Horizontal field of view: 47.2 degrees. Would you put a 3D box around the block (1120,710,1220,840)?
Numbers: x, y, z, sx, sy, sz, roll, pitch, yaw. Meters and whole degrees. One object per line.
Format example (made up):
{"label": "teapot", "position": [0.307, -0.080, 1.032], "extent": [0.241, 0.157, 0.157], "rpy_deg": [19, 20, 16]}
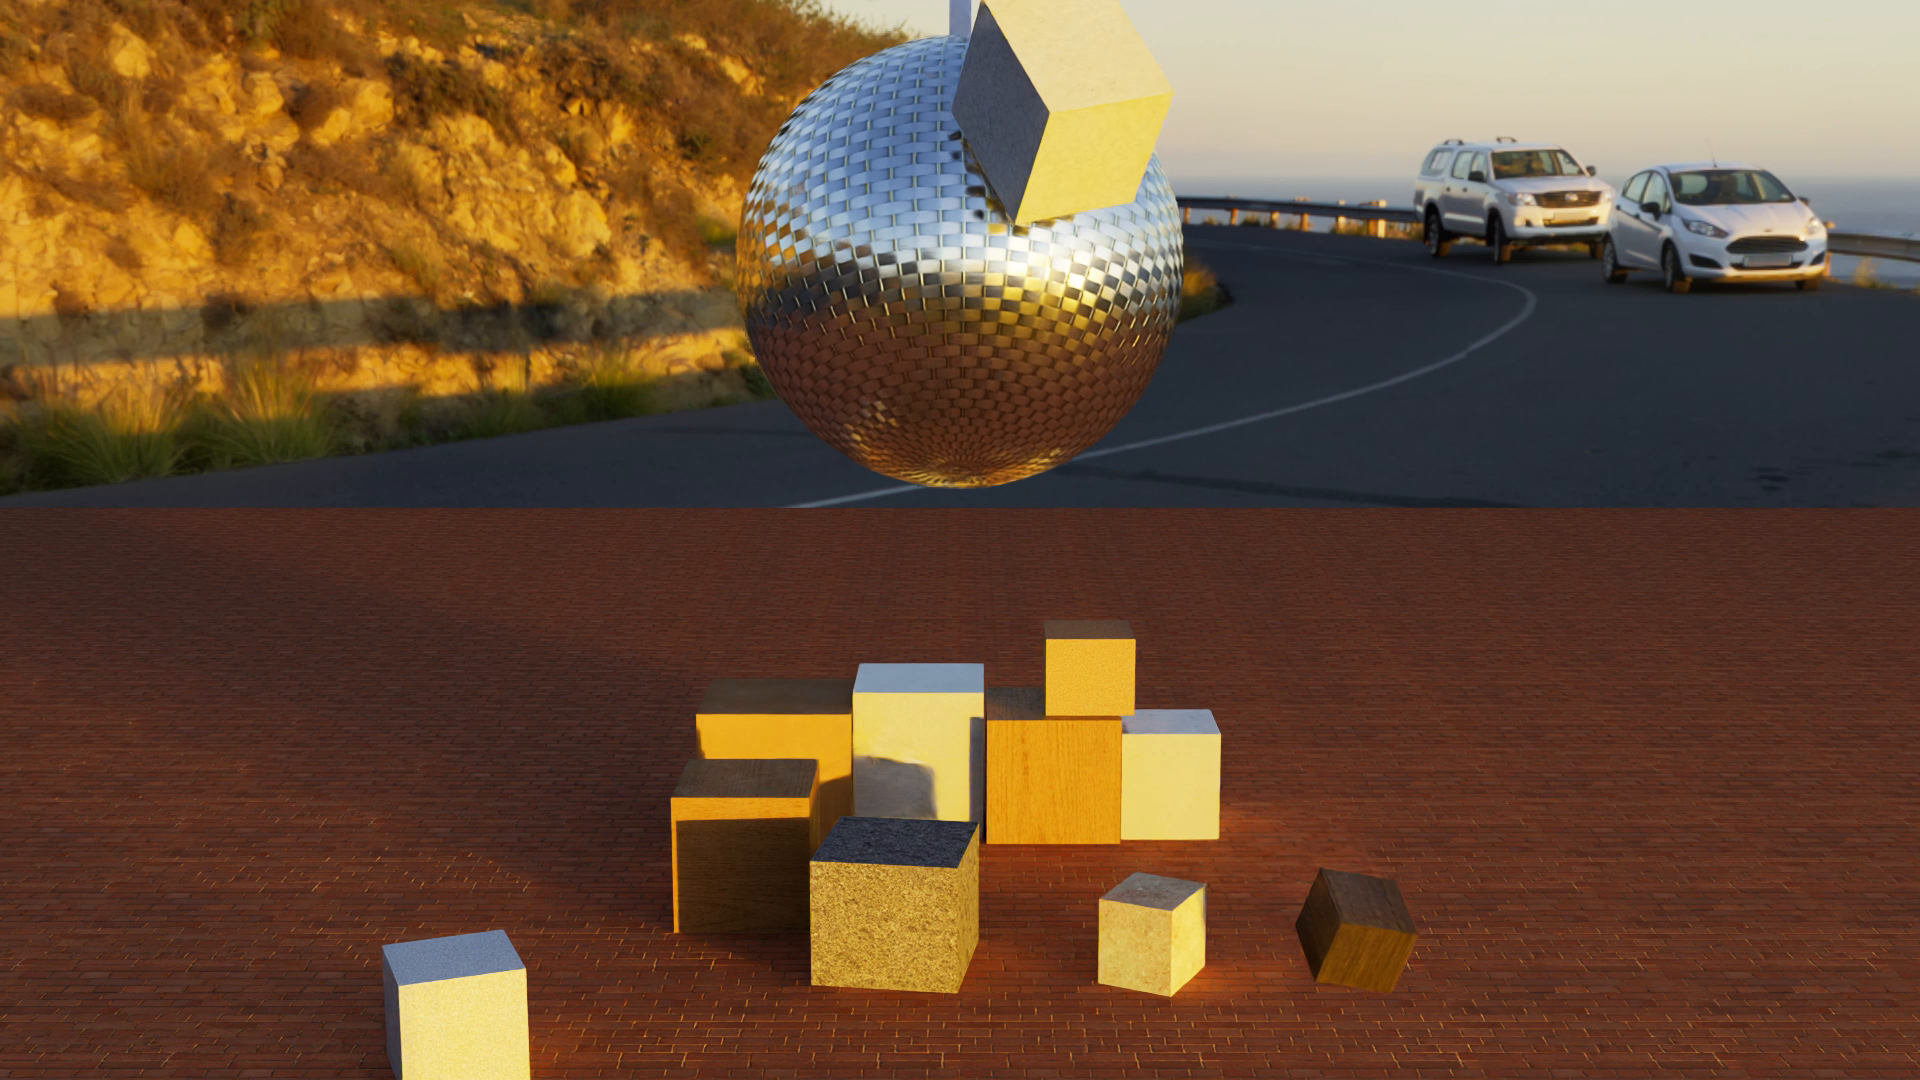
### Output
{"label": "block", "position": [1.067, 1.208, 11.380], "extent": [0.497, 0.552, 0.492], "rpy_deg": [0, 10, 0]}

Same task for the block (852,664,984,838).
{"label": "block", "position": [-0.207, 1.088, 11.451], "extent": [0.659, 0.763, 0.636], "rpy_deg": [0, 10, 1]}

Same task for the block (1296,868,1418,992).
{"label": "block", "position": [1.642, 1.621, 9.141], "extent": [0.338, 0.315, 0.353], "rpy_deg": [11, 28, -12]}

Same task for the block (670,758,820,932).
{"label": "block", "position": [-0.974, 1.397, 10.125], "extent": [0.614, 0.629, 0.630], "rpy_deg": [0, 10, 0]}

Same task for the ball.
{"label": "ball", "position": [0.000, -0.985, 7.858], "extent": [1.600, 1.600, 1.600], "rpy_deg": [0, 10, 0]}

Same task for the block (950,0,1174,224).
{"label": "block", "position": [0.309, -1.366, 6.856], "extent": [0.427, 0.481, 0.504], "rpy_deg": [-14, 60, -22]}

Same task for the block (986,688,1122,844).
{"label": "block", "position": [0.473, 1.159, 11.394], "extent": [0.674, 0.643, 0.682], "rpy_deg": [0, 10, 0]}

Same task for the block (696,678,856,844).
{"label": "block", "position": [-0.930, 1.139, 11.395], "extent": [0.771, 0.681, 0.740], "rpy_deg": [0, 10, 0]}

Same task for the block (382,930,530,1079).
{"label": "block", "position": [-1.927, 1.804, 8.393], "extent": [0.467, 0.448, 0.449], "rpy_deg": [-4, 11, -22]}

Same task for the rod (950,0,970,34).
{"label": "rod", "position": [0.000, -4.165, 9.061], "extent": [0.080, 5.200, 0.080], "rpy_deg": [0, -21, 0]}

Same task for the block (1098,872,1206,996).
{"label": "block", "position": [0.819, 1.669, 9.343], "extent": [0.328, 0.372, 0.388], "rpy_deg": [5, 12, 27]}

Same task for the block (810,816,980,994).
{"label": "block", "position": [-0.271, 1.558, 9.474], "extent": [0.622, 0.545, 0.636], "rpy_deg": [2, 10, 9]}

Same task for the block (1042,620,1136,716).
{"label": "block", "position": [0.656, 0.651, 11.288], "extent": [0.447, 0.393, 0.452], "rpy_deg": [0, 10, 0]}
